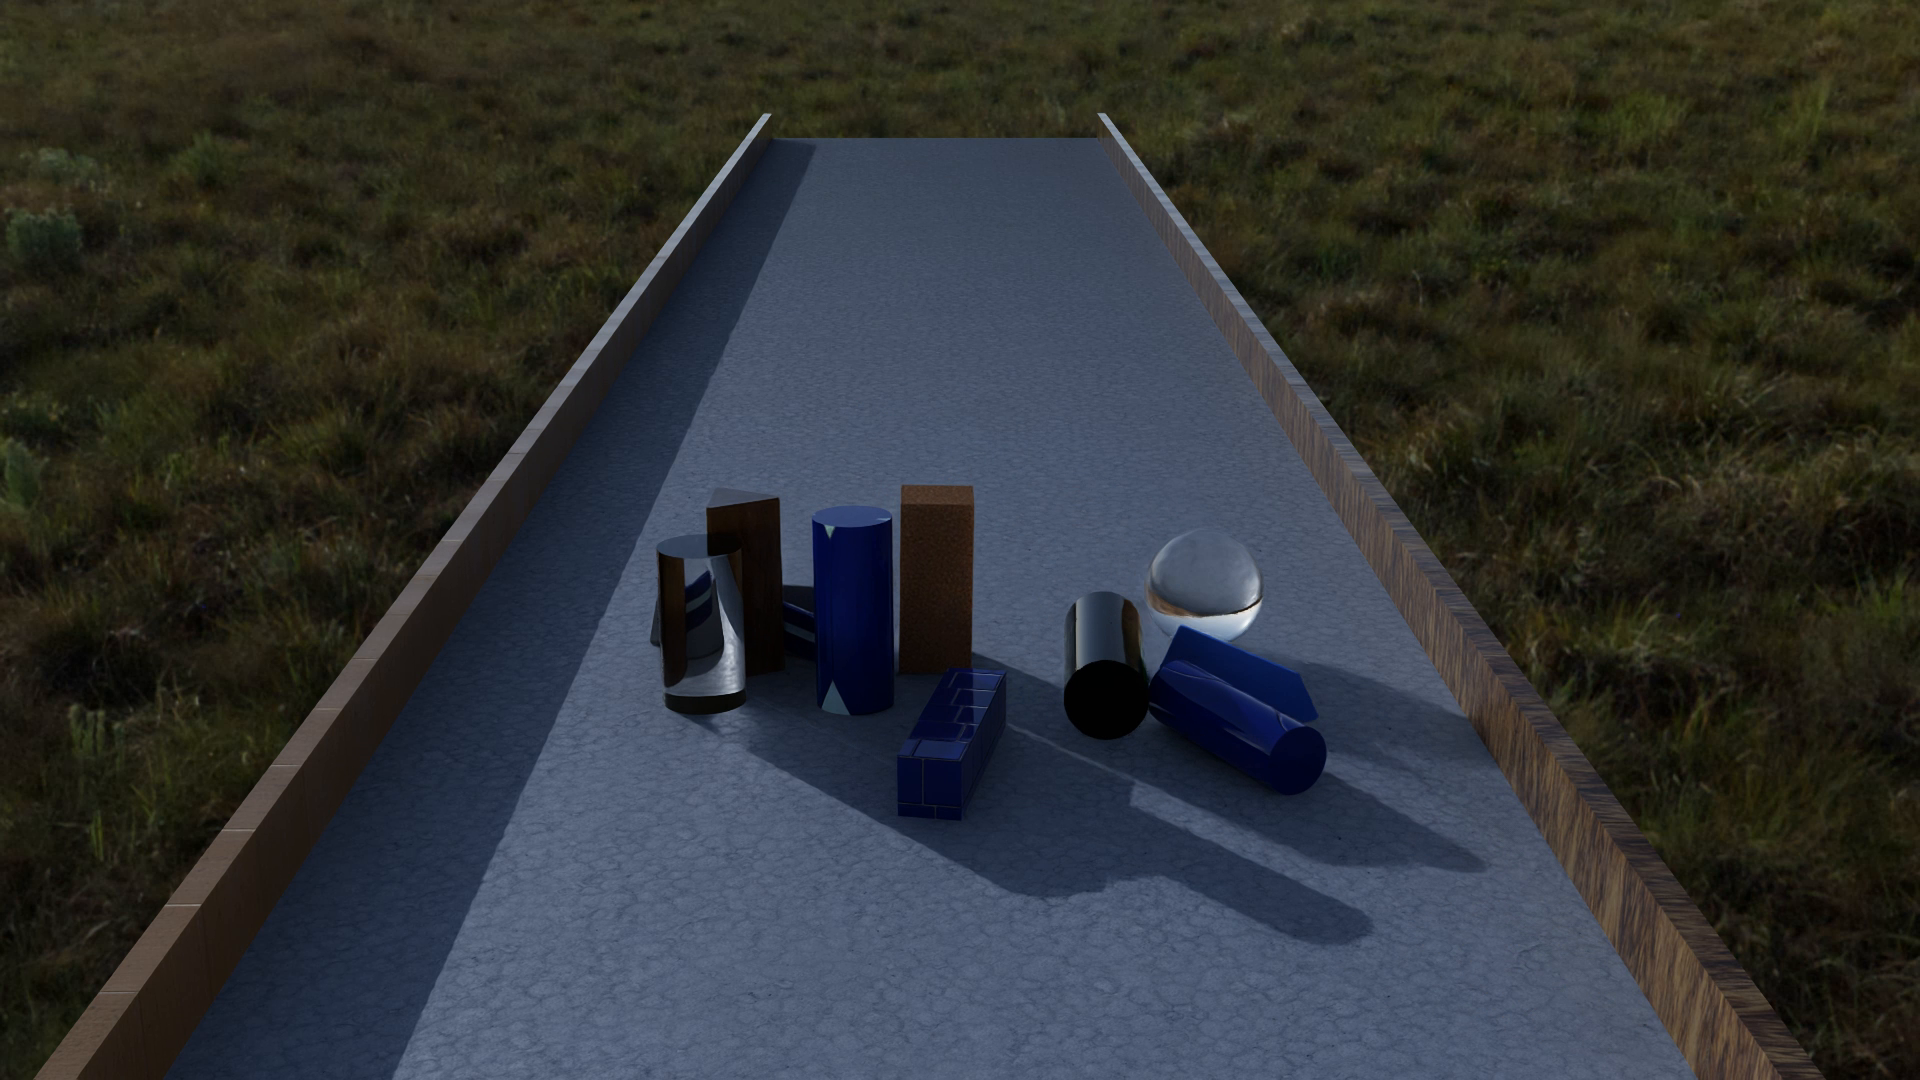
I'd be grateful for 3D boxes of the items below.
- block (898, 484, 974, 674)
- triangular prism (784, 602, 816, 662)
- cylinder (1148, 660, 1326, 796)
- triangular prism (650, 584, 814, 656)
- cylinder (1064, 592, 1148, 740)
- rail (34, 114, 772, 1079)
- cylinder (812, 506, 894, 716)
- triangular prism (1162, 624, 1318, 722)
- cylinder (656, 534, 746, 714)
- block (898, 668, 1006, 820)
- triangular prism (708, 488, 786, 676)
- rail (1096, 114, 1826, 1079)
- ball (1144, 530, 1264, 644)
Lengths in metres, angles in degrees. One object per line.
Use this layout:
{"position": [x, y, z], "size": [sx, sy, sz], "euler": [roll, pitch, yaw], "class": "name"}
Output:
{"position": [-0.047, 0.077, 4.355], "size": [0.142, 0.346, 0.142], "euler": [1, 17, -1], "class": "block"}
{"position": [-0.360, 0.146, 4.371], "size": [0.451, 0.085, 0.098], "euler": [21, 59, 25], "class": "triangular prism"}
{"position": [0.486, 0.329, 3.904], "size": [0.124, 0.124, 0.377], "euler": [-9, 19, -27], "class": "cylinder"}
{"position": [-0.410, 0.145, 4.506], "size": [0.427, 0.125, 0.144], "euler": [5, 17, 15], "class": "triangular prism"}
{"position": [0.275, 0.232, 4.175], "size": [0.154, 0.154, 0.404], "euler": [1, 17, 3], "class": "cylinder"}
{"position": [-1.118, -0.838, 7.780], "size": [0.050, 0.150, 12.000], "euler": [0, 17, -1], "class": "rail"}
{"position": [-0.200, 0.132, 4.140], "size": [0.149, 0.366, 0.149], "euler": [0, 16, 0], "class": "cylinder"}
{"position": [0.526, 0.253, 4.187], "size": [0.117, 0.101, 0.334], "euler": [-11, 20, -33], "class": "triangular prism"}
{"position": [-0.488, 0.158, 4.157], "size": [0.160, 0.306, 0.160], "euler": [0, 17, 0], "class": "cylinder"}
{"position": [-0.010, 0.351, 3.857], "size": [0.108, 0.108, 0.438], "euler": [3, 17, 10], "class": "block"}
{"position": [-0.444, 0.082, 4.329], "size": [0.149, 0.355, 0.129], "euler": [-10, 19, -28], "class": "triangular prism"}
{"position": [0.932, -0.844, 7.801], "size": [0.050, 0.150, 12.000], "euler": [0, 17, -1], "class": "rail"}
{"position": [0.495, 0.101, 4.464], "size": [0.242, 0.242, 0.242], "euler": [0, 17, 0], "class": "ball"}
